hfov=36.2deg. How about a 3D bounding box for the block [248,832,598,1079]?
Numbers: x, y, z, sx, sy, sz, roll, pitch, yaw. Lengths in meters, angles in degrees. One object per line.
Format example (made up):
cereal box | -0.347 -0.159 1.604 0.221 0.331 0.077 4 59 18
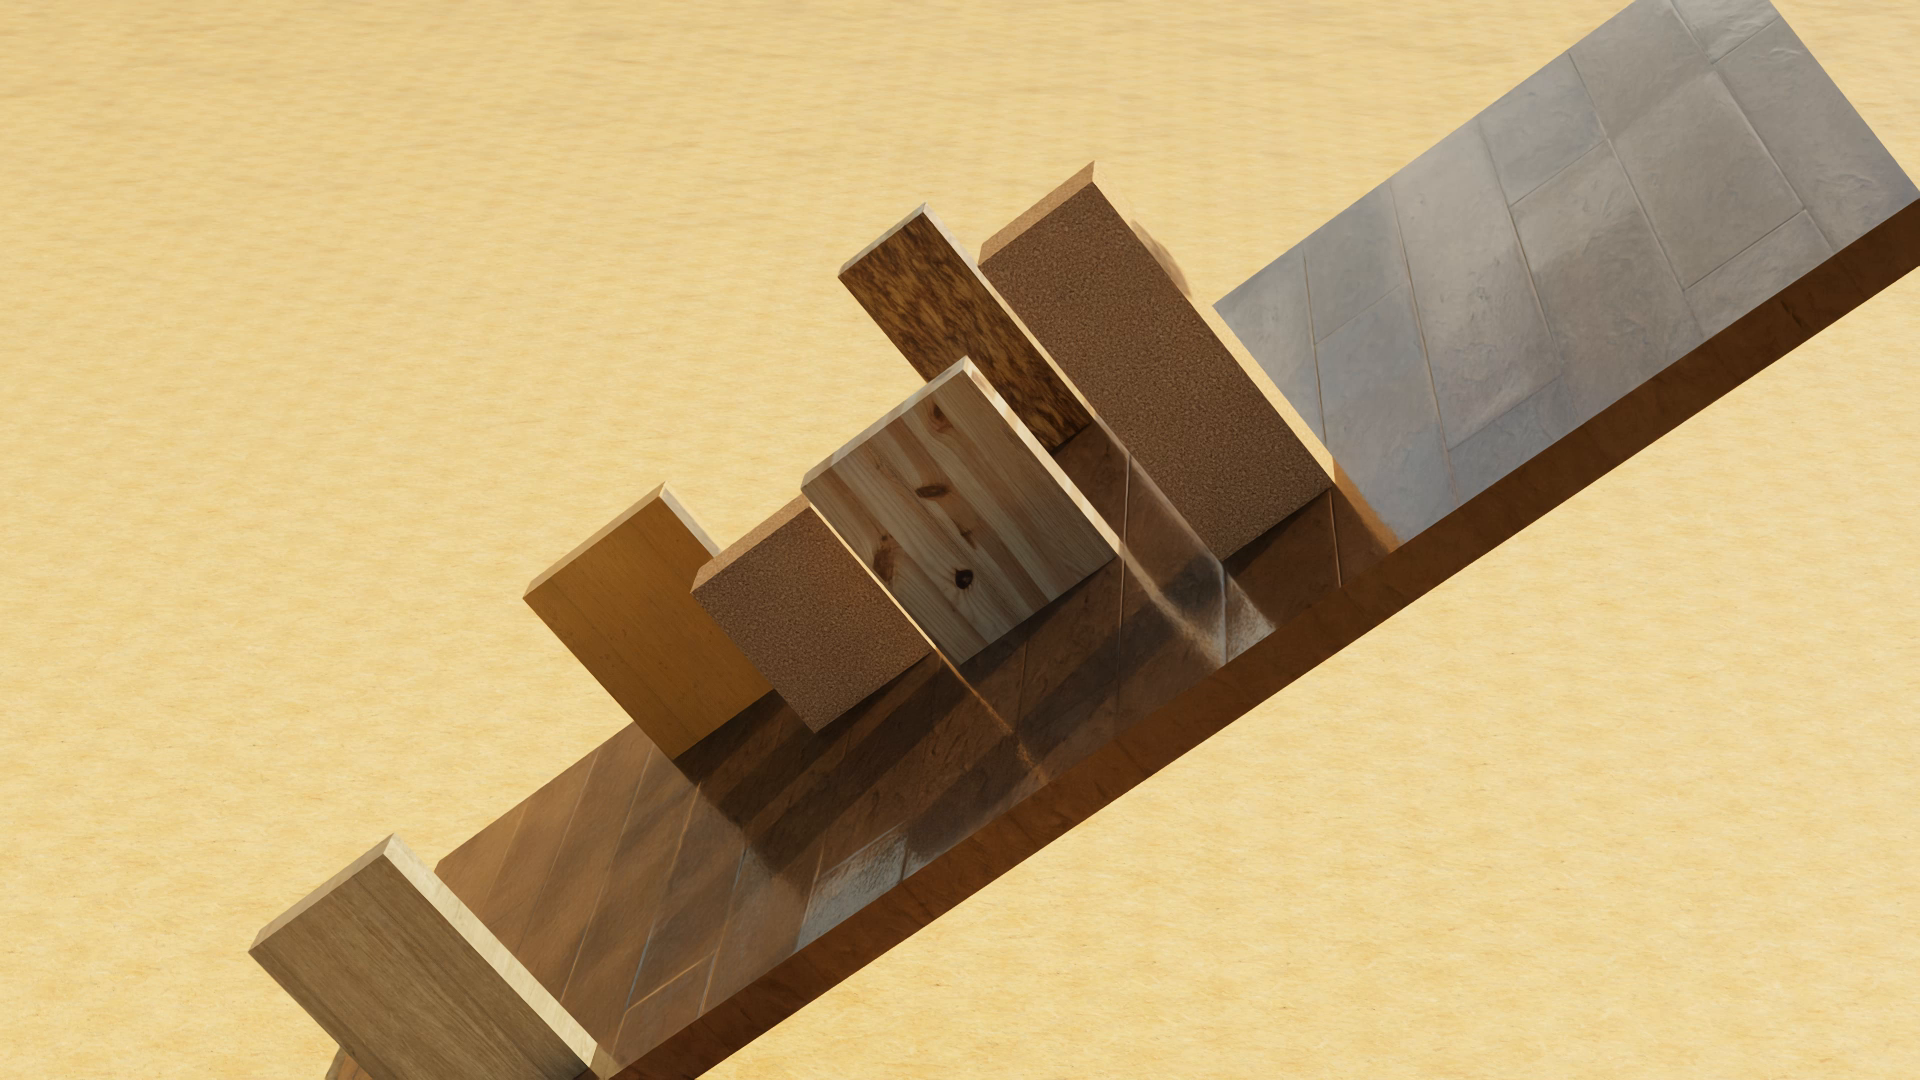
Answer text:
block | -1.059 0.906 5.814 0.370 0.599 0.086 -35 16 18

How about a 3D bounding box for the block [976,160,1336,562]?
block | 0.376 -0.334 5.575 0.271 0.749 0.141 -35 16 18

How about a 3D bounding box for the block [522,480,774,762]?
block | -0.695 0.197 7.011 0.435 0.541 0.097 -35 16 18

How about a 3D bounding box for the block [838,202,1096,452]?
block | 0.019 -0.467 6.963 0.260 0.646 0.082 -35 16 18

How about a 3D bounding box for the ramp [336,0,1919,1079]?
ramp | 0.123 0.183 6.335 4.000 0.100 2.000 -35 16 18

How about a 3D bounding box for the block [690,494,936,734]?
block | -0.317 0.151 6.469 0.344 0.426 0.134 -35 16 18

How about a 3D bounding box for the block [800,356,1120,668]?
block | 0.001 -0.054 6.122 0.435 0.514 0.085 -35 16 18
